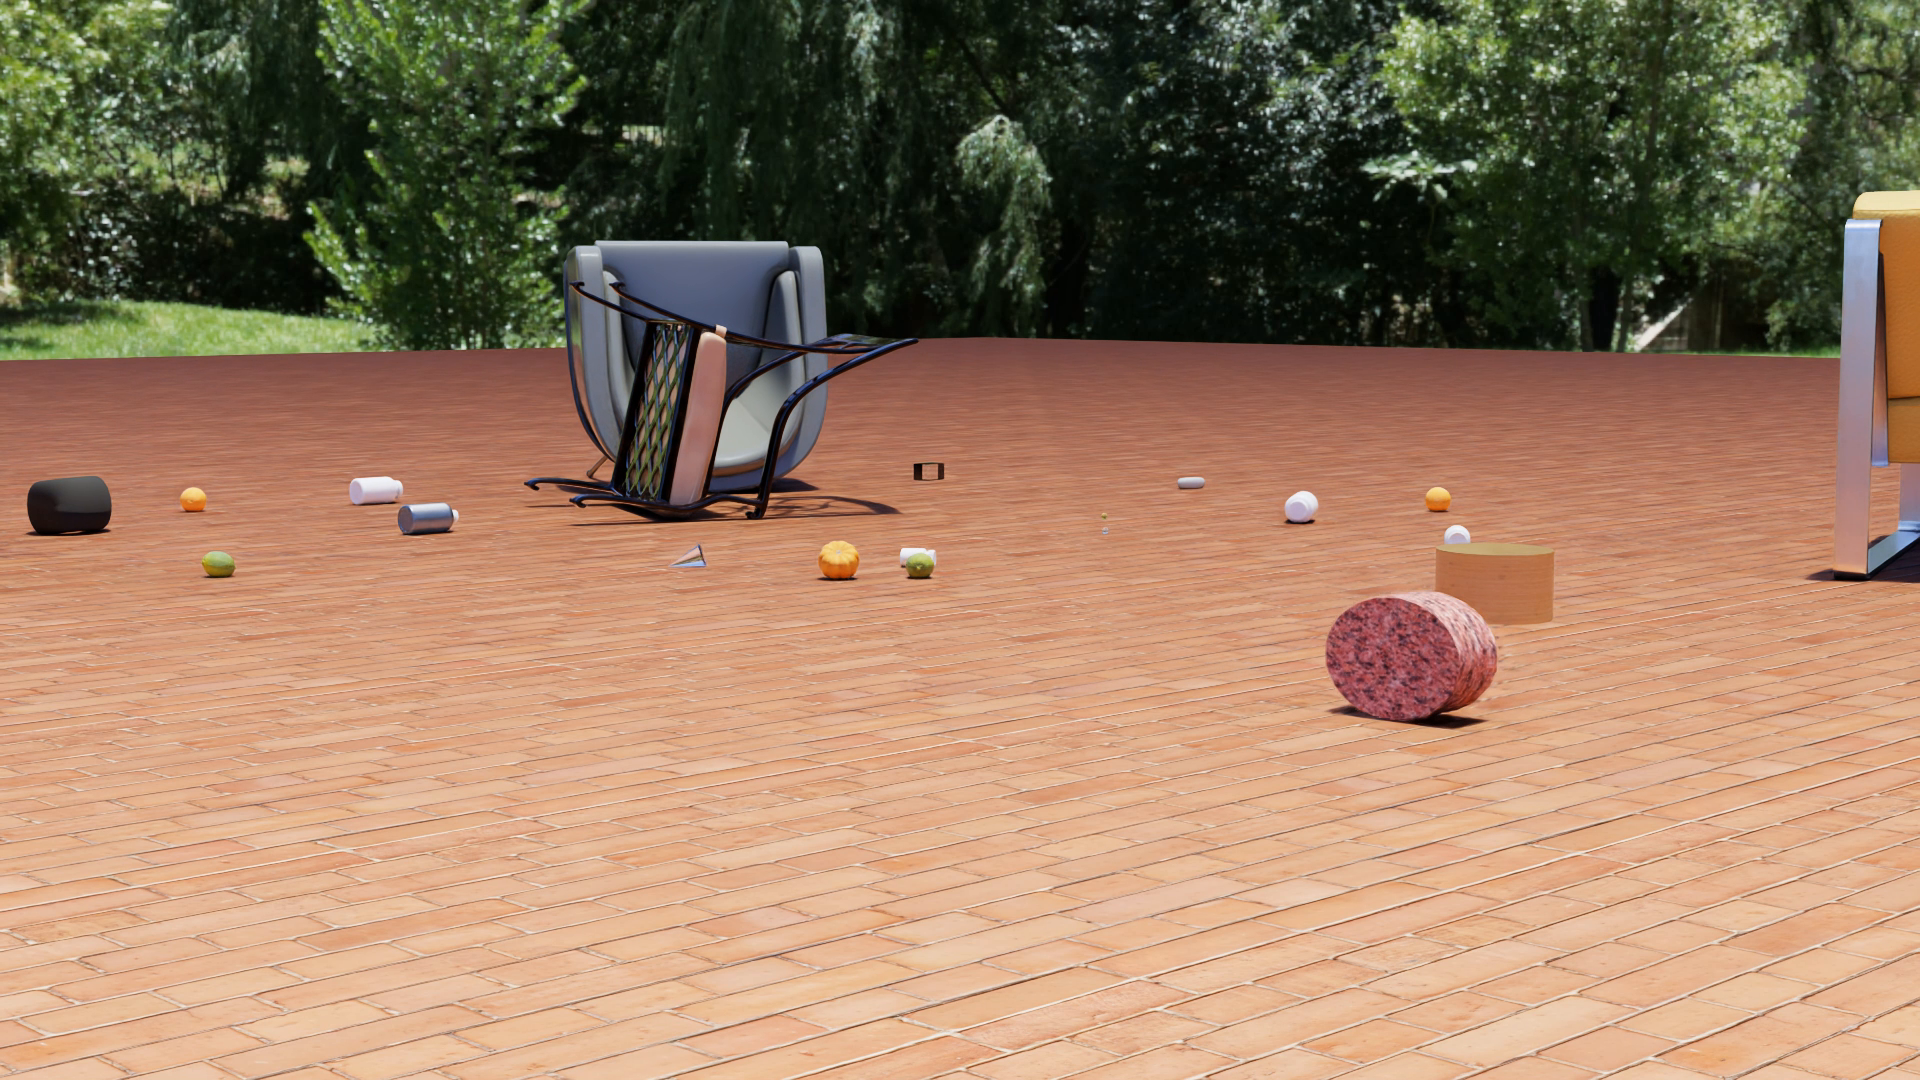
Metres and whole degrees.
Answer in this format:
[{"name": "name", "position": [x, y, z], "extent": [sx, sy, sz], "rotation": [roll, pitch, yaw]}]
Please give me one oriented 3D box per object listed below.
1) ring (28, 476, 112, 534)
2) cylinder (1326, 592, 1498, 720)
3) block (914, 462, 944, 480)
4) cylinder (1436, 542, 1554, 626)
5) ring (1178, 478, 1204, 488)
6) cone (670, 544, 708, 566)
[{"name": "ring", "position": [-2.292, -0.089, 6.603], "extent": [0.204, 0.138, 0.225], "rotation": [-7, 2, -1]}, {"name": "cylinder", "position": [0.674, 0.173, 3.838], "extent": [0.235, 0.184, 0.105], "rotation": [4, 7, 43]}, {"name": "block", "position": [-0.101, -0.221, 8.302], "extent": [0.059, 0.053, 0.084], "rotation": [5, 8, 40]}, {"name": "cylinder", "position": [1.032, 0.083, 4.958], "extent": [0.221, 0.133, 0.230], "rotation": [-3, 7, -28]}, {"name": "ring", "position": [0.718, -0.177, 7.969], "extent": [0.107, 0.034, 0.057], "rotation": [-4, 5, -41]}, {"name": "cone", "position": [-0.623, 0.047, 5.830], "extent": [0.085, 0.054, 0.053], "rotation": [-18, 21, -1]}]
